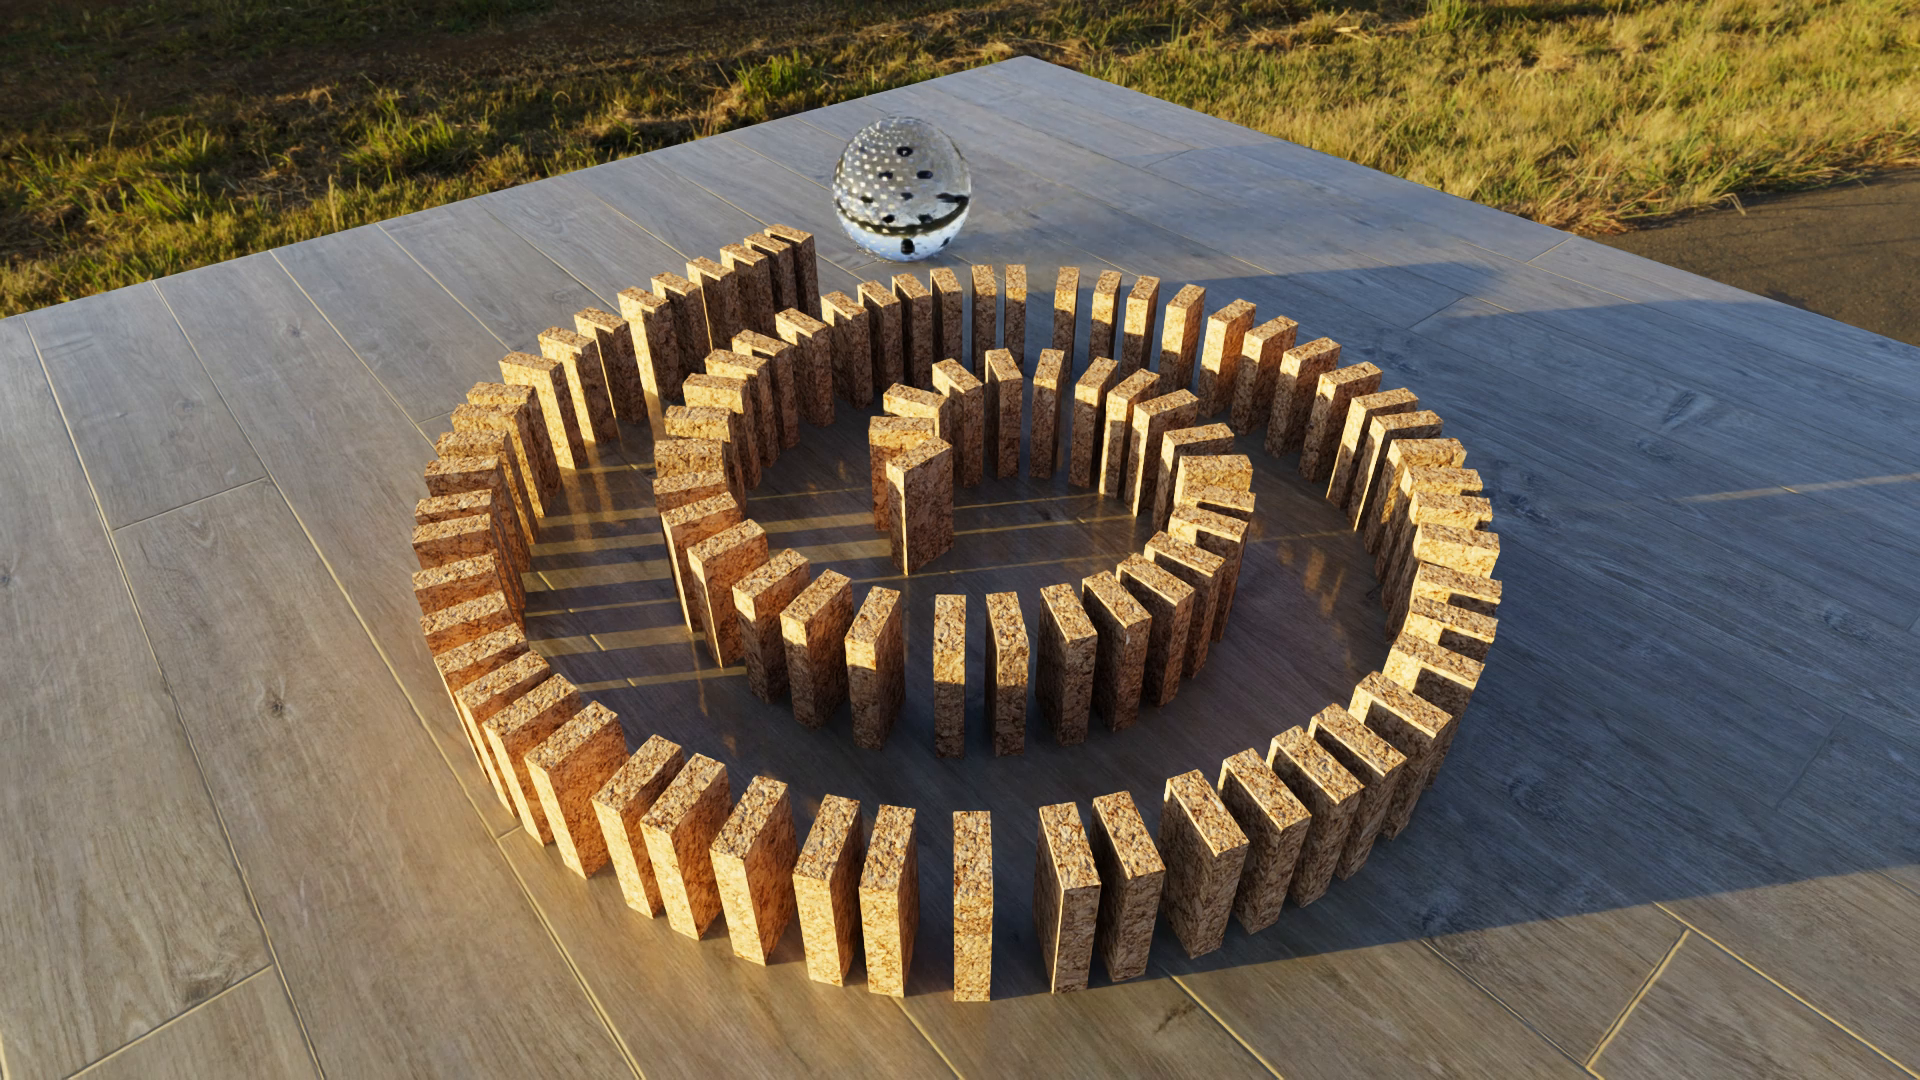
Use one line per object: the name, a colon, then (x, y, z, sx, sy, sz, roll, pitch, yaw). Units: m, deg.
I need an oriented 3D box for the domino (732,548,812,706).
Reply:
domino: (-0.062, 0.030, 0.375, 0.009, 0.050, 0.025, 28, 47, 29)

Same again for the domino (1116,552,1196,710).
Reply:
domino: (0.064, 0.031, 0.373, 0.009, 0.050, 0.025, -30, 48, -31)

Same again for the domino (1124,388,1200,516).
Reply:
domino: (0.083, -0.036, 0.455, 0.025, 0.050, 0.009, -20, 43, -23)

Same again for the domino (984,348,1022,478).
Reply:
domino: (0.019, -0.055, 0.478, 0.009, 0.050, 0.025, -8, 40, -10)

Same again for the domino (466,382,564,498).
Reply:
domino: (-0.186, -0.042, 0.462, 0.025, 0.050, 0.009, 4, 39, 5)

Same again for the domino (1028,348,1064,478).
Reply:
domino: (0.038, -0.055, 0.478, 0.009, 0.050, 0.025, 8, 40, 9)

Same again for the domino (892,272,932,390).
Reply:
domino: (-0.023, -0.101, 0.535, 0.009, 0.050, 0.025, -16, 42, -19)

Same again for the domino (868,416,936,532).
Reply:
domino: (-0.023, -0.026, 0.443, 0.025, 0.050, 0.009, 2, 39, 2)

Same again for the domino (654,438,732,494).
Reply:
domino: (-0.103, -0.016, 0.431, 0.025, 0.050, 0.009, -4, 39, -4)

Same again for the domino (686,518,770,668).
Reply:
domino: (-0.079, 0.019, 0.388, 0.025, 0.050, 0.010, -29, 47, -30)

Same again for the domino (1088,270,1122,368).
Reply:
domino: (0.070, -0.103, 0.537, 0.010, 0.050, 0.025, 10, 40, 12)

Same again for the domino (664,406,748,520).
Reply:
domino: (-0.103, -0.031, 0.449, 0.025, 0.050, 0.009, 2, 39, 2)

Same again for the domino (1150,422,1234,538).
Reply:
domino: (0.092, -0.021, 0.438, 0.025, 0.050, 0.010, -10, 40, -11)

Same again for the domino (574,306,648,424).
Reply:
domino: (-0.161, -0.080, 0.510, 0.025, 0.050, 0.010, 23, 44, 25)

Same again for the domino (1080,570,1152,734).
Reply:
domino: (0.050, 0.038, 0.366, 0.010, 0.050, 0.025, -18, 43, -21)

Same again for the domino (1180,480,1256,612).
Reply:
domino: (0.092, 0.003, 0.408, 0.025, 0.050, 0.010, 11, 41, 13)

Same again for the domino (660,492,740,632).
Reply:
domino: (-0.091, 0.009, 0.401, 0.025, 0.050, 0.009, -20, 43, -23)

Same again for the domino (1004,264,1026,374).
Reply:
domino: (0.027, -0.107, 0.542, 0.009, 0.050, 0.025, 1, 39, 1)

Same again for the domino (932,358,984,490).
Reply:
domino: (-0.001, -0.049, 0.472, 0.010, 0.050, 0.025, -21, 44, -24)

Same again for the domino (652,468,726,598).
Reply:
domino: (-0.098, -0.002, 0.414, 0.025, 0.050, 0.009, -11, 41, -13)

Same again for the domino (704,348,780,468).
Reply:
domino: (-0.095, -0.057, 0.481, 0.025, 0.050, 0.009, 14, 41, 17)

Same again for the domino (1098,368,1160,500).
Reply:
domino: (0.071, -0.045, 0.466, 0.009, 0.050, 0.025, 28, 47, 30)

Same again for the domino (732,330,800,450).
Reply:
domino: (-0.087, -0.067, 0.493, 0.025, 0.050, 0.009, 23, 45, 25)

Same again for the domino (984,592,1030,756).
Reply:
domino: (0.015, 0.044, 0.358, 0.009, 0.050, 0.025, -5, 40, -6)

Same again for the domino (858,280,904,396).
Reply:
domino: (-0.038, -0.096, 0.529, 0.009, 0.050, 0.025, -21, 44, -24)

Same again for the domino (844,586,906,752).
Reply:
domino: (-0.027, 0.043, 0.360, 0.010, 0.050, 0.025, 11, 41, 13)

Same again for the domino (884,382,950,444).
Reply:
domino: (-0.018, -0.039, 0.459, 0.025, 0.050, 0.009, 17, 42, 20)

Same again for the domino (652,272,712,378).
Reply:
domino: (-0.135, -0.103, 0.537, 0.025, 0.050, 0.010, 27, 46, 29)

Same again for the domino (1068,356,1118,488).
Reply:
domino: (0.057, -0.050, 0.473, 0.010, 0.050, 0.025, 17, 42, 20)

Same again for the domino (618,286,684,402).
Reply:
domino: (-0.147, -0.093, 0.525, 0.025, 0.050, 0.010, 26, 46, 28)

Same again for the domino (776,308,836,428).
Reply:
domino: (-0.071, -0.079, 0.508, 0.025, 0.050, 0.009, 31, 49, 32)

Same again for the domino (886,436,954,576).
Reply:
domino: (-0.015, -0.013, 0.427, 0.025, 0.050, 0.010, -31, 49, -32)

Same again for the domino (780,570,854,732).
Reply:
domino: (-0.046, 0.037, 0.366, 0.010, 0.050, 0.025, 21, 44, 23)

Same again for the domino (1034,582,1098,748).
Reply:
domino: (0.034, 0.042, 0.361, 0.009, 0.050, 0.025, -11, 41, -13)

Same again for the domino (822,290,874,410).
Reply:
domino: (-0.053, -0.089, 0.520, 0.009, 0.050, 0.025, -26, 46, -28)

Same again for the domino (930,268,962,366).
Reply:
domino: (-0.006, -0.105, 0.539, 0.010, 0.050, 0.025, -9, 40, -11)

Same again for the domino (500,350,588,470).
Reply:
domino: (-0.181, -0.056, 0.480, 0.025, 0.050, 0.010, 13, 41, 15)

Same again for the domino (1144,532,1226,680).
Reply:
domino: (0.075, 0.023, 0.383, 0.025, 0.050, 0.009, 26, 46, 28)

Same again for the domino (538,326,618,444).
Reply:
domino: (-0.172, -0.069, 0.496, 0.025, 0.050, 0.009, 19, 43, 22)

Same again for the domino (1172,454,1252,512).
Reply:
domino: (0.095, -0.009, 0.423, 0.025, 0.050, 0.009, -1, 39, -2)

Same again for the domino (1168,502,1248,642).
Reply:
domino: (0.086, 0.012, 0.396, 0.025, 0.050, 0.009, 18, 43, 21)

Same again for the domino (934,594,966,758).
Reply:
domino: (-0.003, 0.045, 0.357, 0.010, 0.050, 0.025, 1, 39, 1)

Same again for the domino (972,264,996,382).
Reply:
domino: (0.012, -0.107, 0.541, 0.009, 0.050, 0.025, -3, 39, -3)

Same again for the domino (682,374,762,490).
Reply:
domino: (-0.100, -0.045, 0.467, 0.025, 0.050, 0.009, 8, 40, 9)

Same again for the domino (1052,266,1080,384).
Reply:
domino: (0.051, -0.105, 0.540, 0.009, 0.050, 0.025, 6, 40, 7)
